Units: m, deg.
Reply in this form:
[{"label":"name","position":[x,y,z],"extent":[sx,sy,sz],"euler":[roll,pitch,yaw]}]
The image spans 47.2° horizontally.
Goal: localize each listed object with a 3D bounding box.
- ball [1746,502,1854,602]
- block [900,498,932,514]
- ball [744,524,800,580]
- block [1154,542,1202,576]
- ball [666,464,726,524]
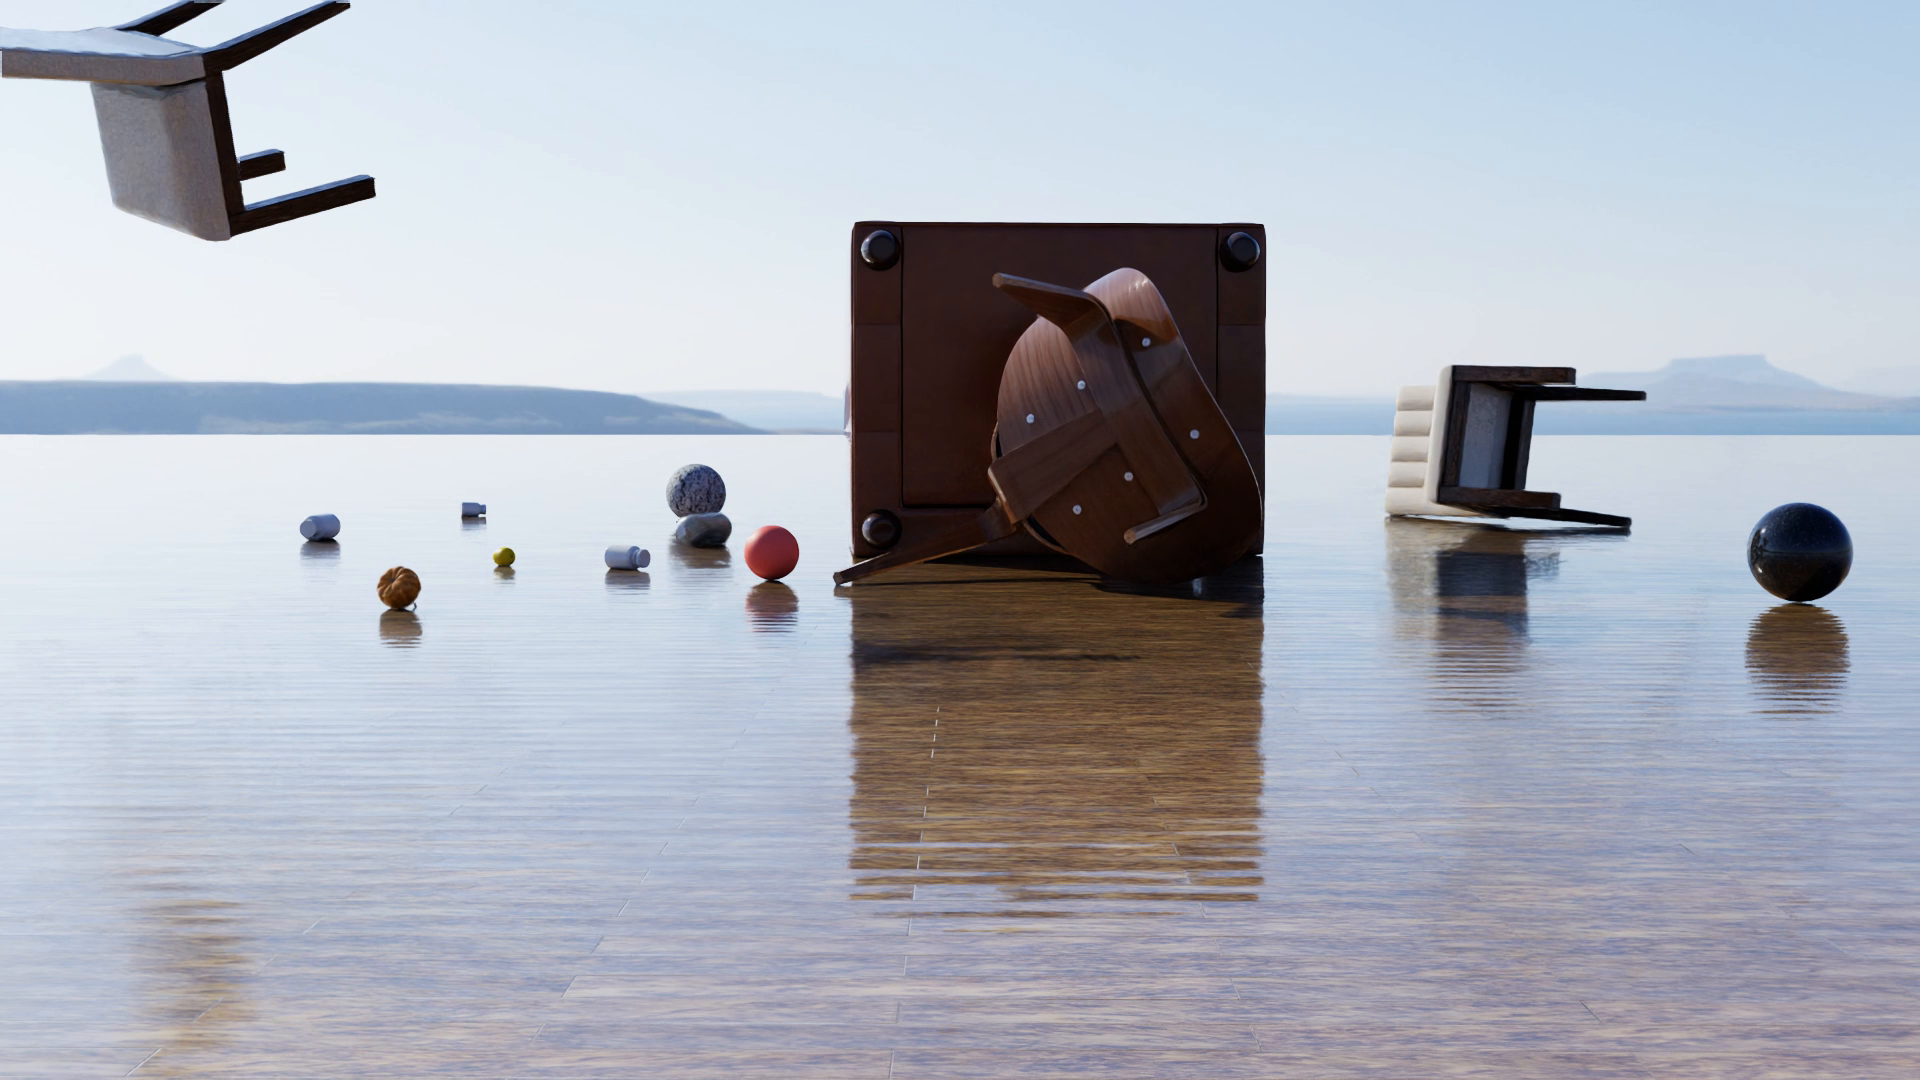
[{"label":"ball","position":[1.769,0.025,4.632],"extent":[0.212,0.212,0.212],"euler":[0,4,0]},{"label":"block","position":[-0.160,-0.123,7.972],"extent":[0.113,0.049,0.044],"euler":[-1,4,-10]},{"label":"ball","position":[-0.442,0.029,5.170],"extent":[0.130,0.130,0.130],"euler":[0,4,0]},{"label":"block","position":[0.530,0.044,5.356],"extent":[0.097,0.074,0.076],"euler":[1,4,20]},{"label":"ball","position":[-0.883,-0.156,7.361],"extent":[0.200,0.200,0.200],"euler":[0,4,0]}]
